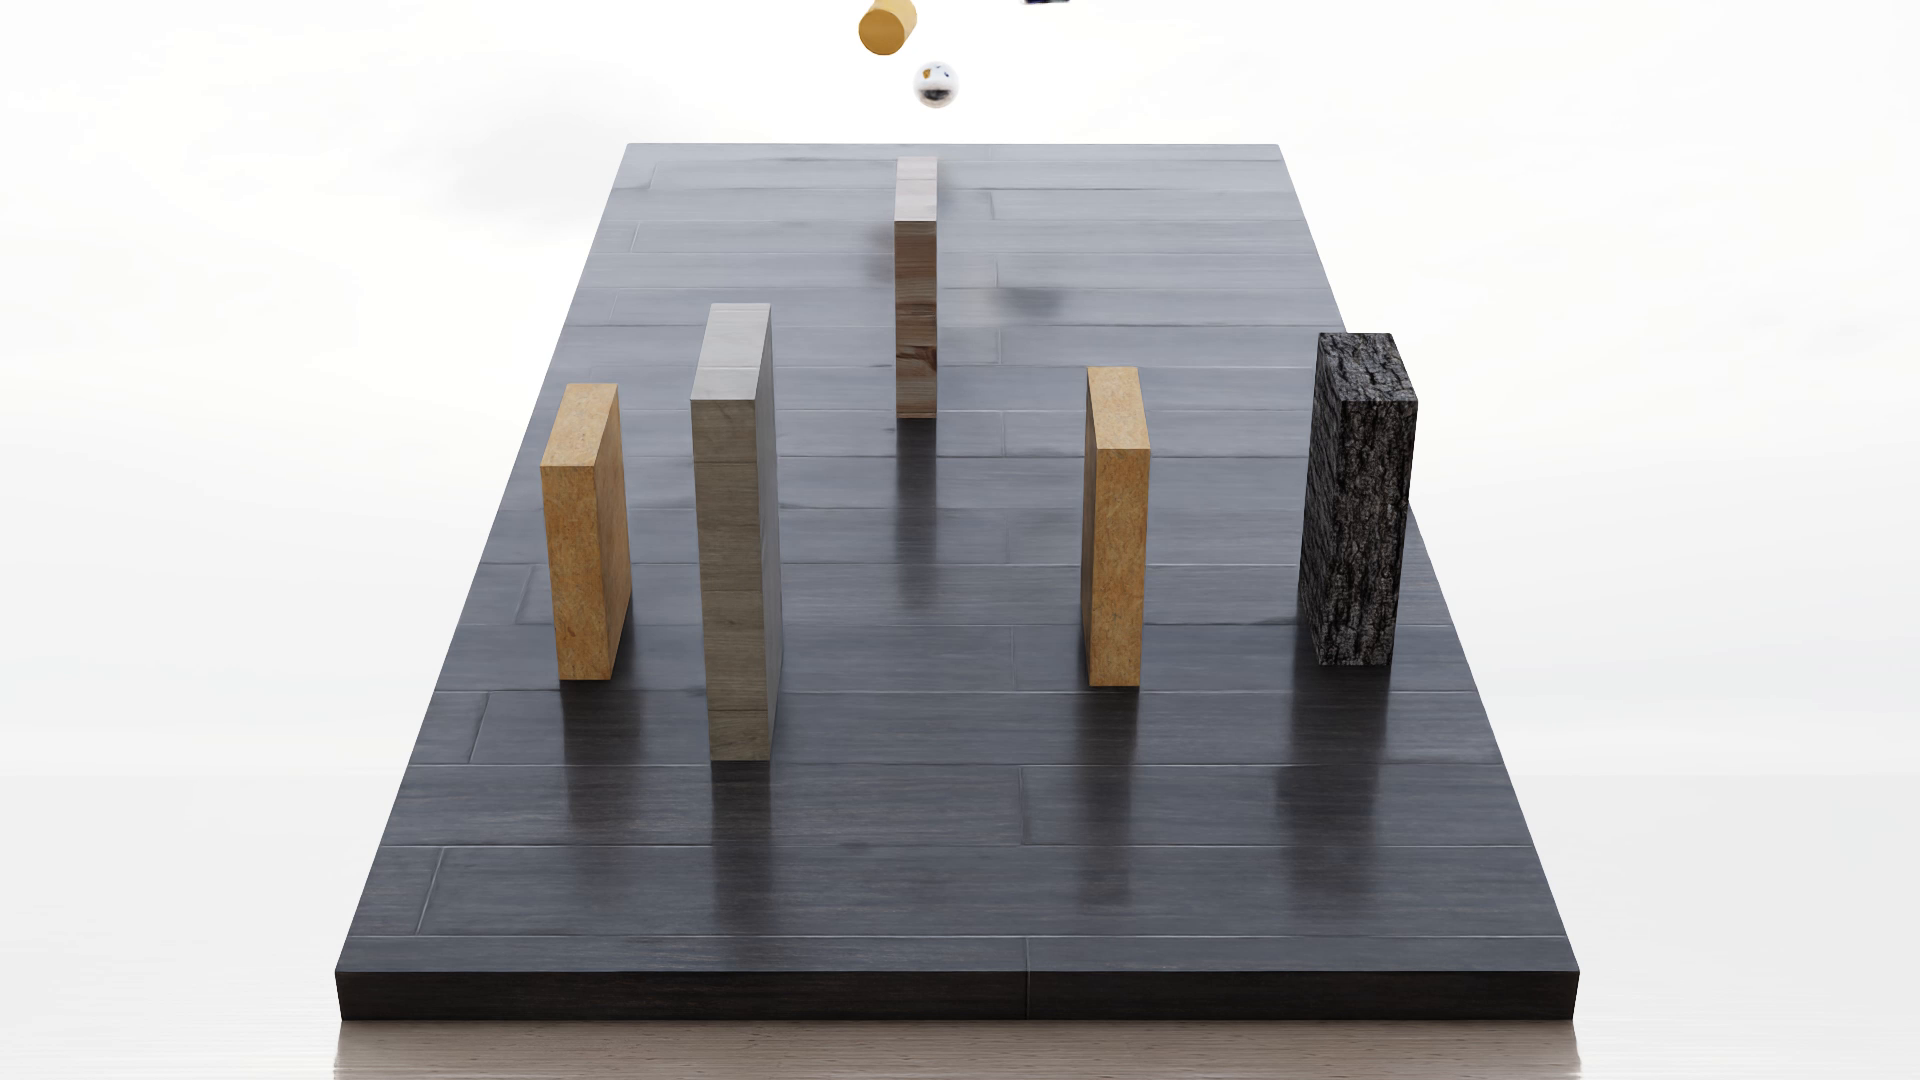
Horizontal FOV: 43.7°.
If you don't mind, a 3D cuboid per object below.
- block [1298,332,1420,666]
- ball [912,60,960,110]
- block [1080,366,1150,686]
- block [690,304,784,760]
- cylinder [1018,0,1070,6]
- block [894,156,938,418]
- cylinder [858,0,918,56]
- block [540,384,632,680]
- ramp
[{"bbox_3d":[0.771,-0.081,4.671,0.142,0.568,0.314,0,29,0],"label":"block"},{"bbox_3d":[-0.074,-1.406,7.391,0.150,0.150,0.150,0,-5,0],"label":"ball"},{"bbox_3d":[0.297,-0.029,4.636,0.097,0.508,0.359,0,29,0],"label":"block"},{"bbox_3d":[-0.401,-0.016,4.380,0.108,0.727,0.414,0,29,0],"label":"block"},{"bbox_3d":[0.252,-1.677,7.166,0.146,0.146,0.146,-5,-5,-9],"label":"cylinder"},{"bbox_3d":[-0.103,-0.607,5.712,0.095,0.493,0.430,0,29,0],"label":"block"},{"bbox_3d":[-0.218,-1.563,7.252,0.148,0.148,0.148,-2,32,18],"label":"cylinder"},{"bbox_3d":[-0.723,-0.020,4.663,0.098,0.461,0.360,0,29,0],"label":"block"},{"bbox_3d":[-0.012,-0.220,5.622,2.000,0.100,4.000,0,29,0],"label":"ramp"}]
